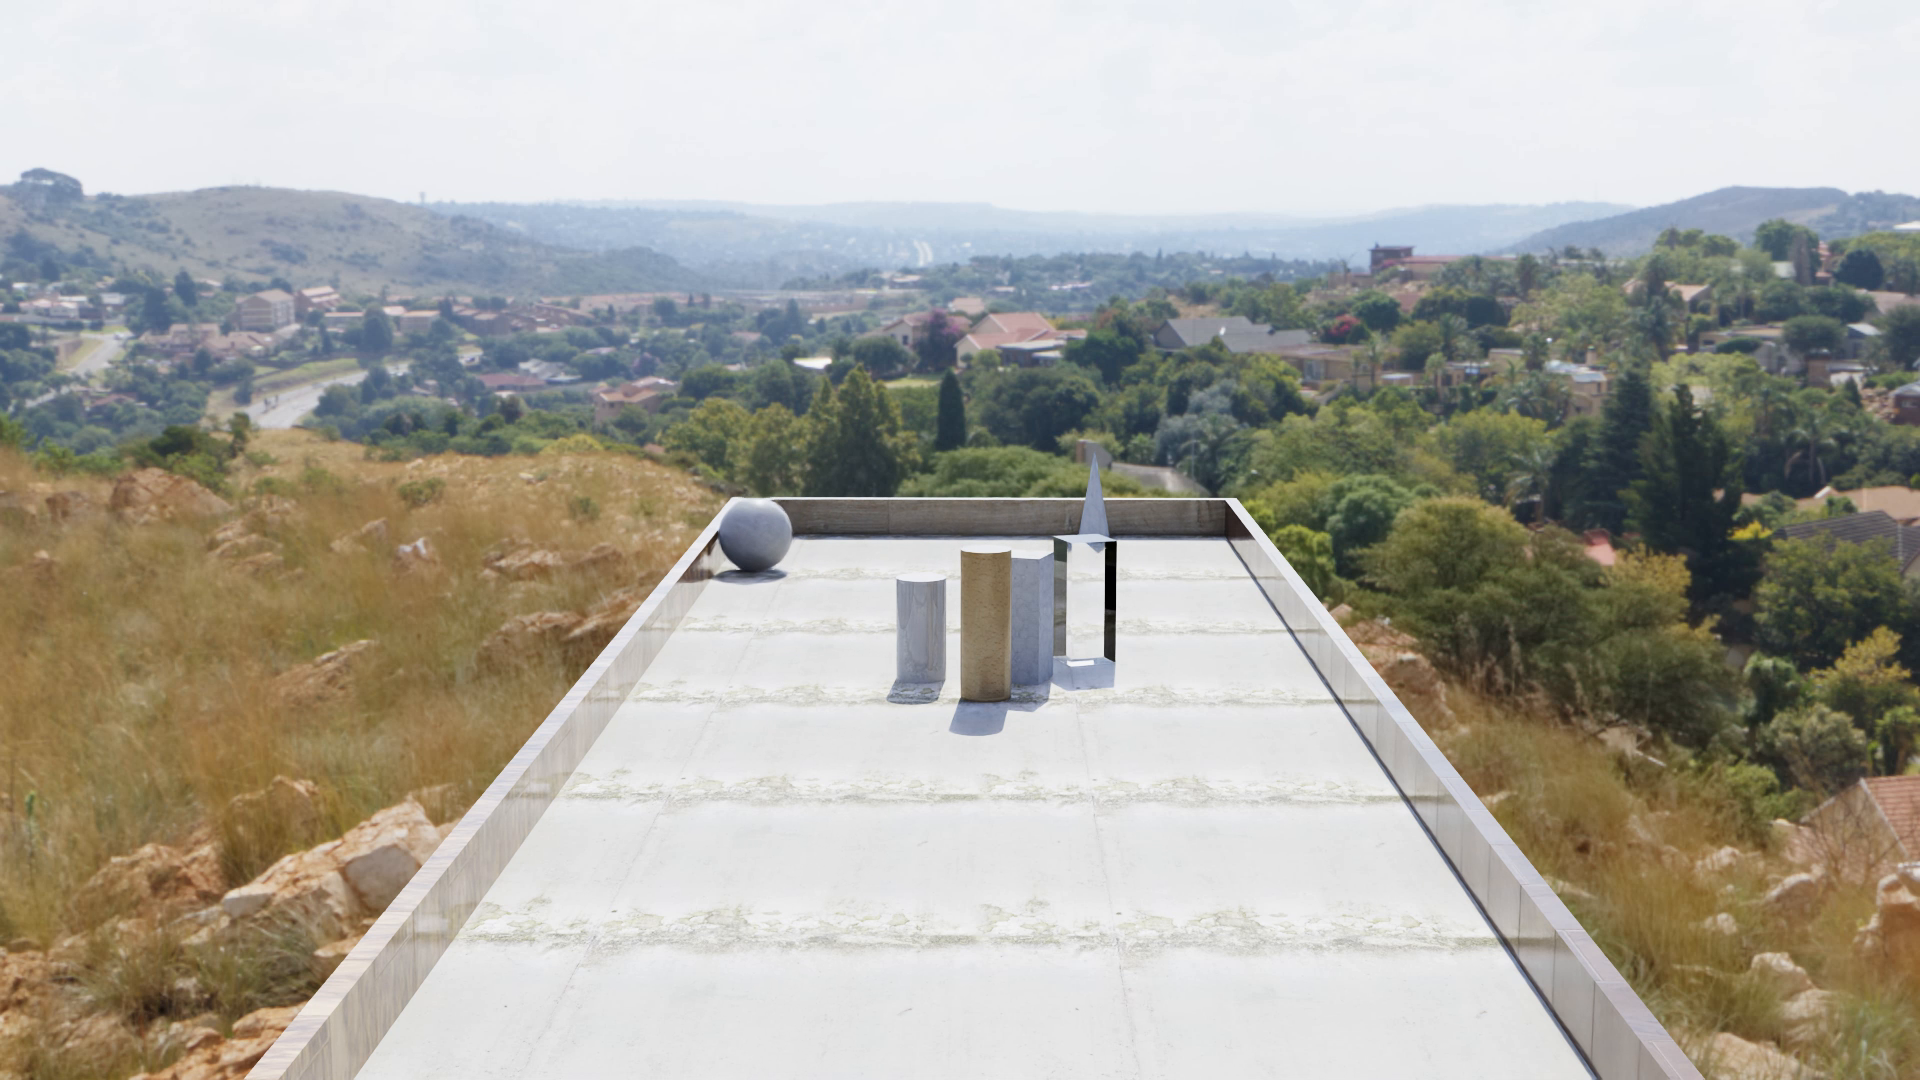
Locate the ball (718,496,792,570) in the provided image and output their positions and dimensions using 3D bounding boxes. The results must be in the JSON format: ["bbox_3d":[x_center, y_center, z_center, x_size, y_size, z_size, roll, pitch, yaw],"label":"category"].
[{"bbox_3d":[-0.768,-0.023,8.267,0.278,0.278,0.278,0,9,0],"label":"ball"}]

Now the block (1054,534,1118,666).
[{"bbox_3d":[0.378,0.180,6.675,0.146,0.375,0.146,-3,10,-19],"label":"block"}]

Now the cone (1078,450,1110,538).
[{"bbox_3d":[0.551,-0.190,9.021,0.132,0.372,0.132,0,9,0],"label":"cone"}]

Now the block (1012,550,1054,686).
[{"bbox_3d":[0.185,0.224,6.415,0.140,0.370,0.140,3,10,19],"label":"block"}]

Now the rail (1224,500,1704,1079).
[{"bbox_3d":[1.046,0.843,3.208,0.050,0.150,12.000,0,9,1],"label":"rail"}]

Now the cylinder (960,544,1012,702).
[{"bbox_3d":[0.073,0.234,6.179,0.144,0.424,0.144,0,9,0],"label":"cylinder"}]

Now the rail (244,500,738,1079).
[{"bbox_3d":[-1.004,0.839,3.234,0.050,0.150,12.000,0,9,1],"label":"rail"}]

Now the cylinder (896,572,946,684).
[{"bbox_3d":[-0.113,0.257,6.431,0.147,0.300,0.147,0,9,0],"label":"cylinder"}]

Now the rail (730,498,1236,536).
[{"bbox_3d":[0.099,-0.098,9.147,2.100,0.150,0.050,0,9,1],"label":"rail"}]
